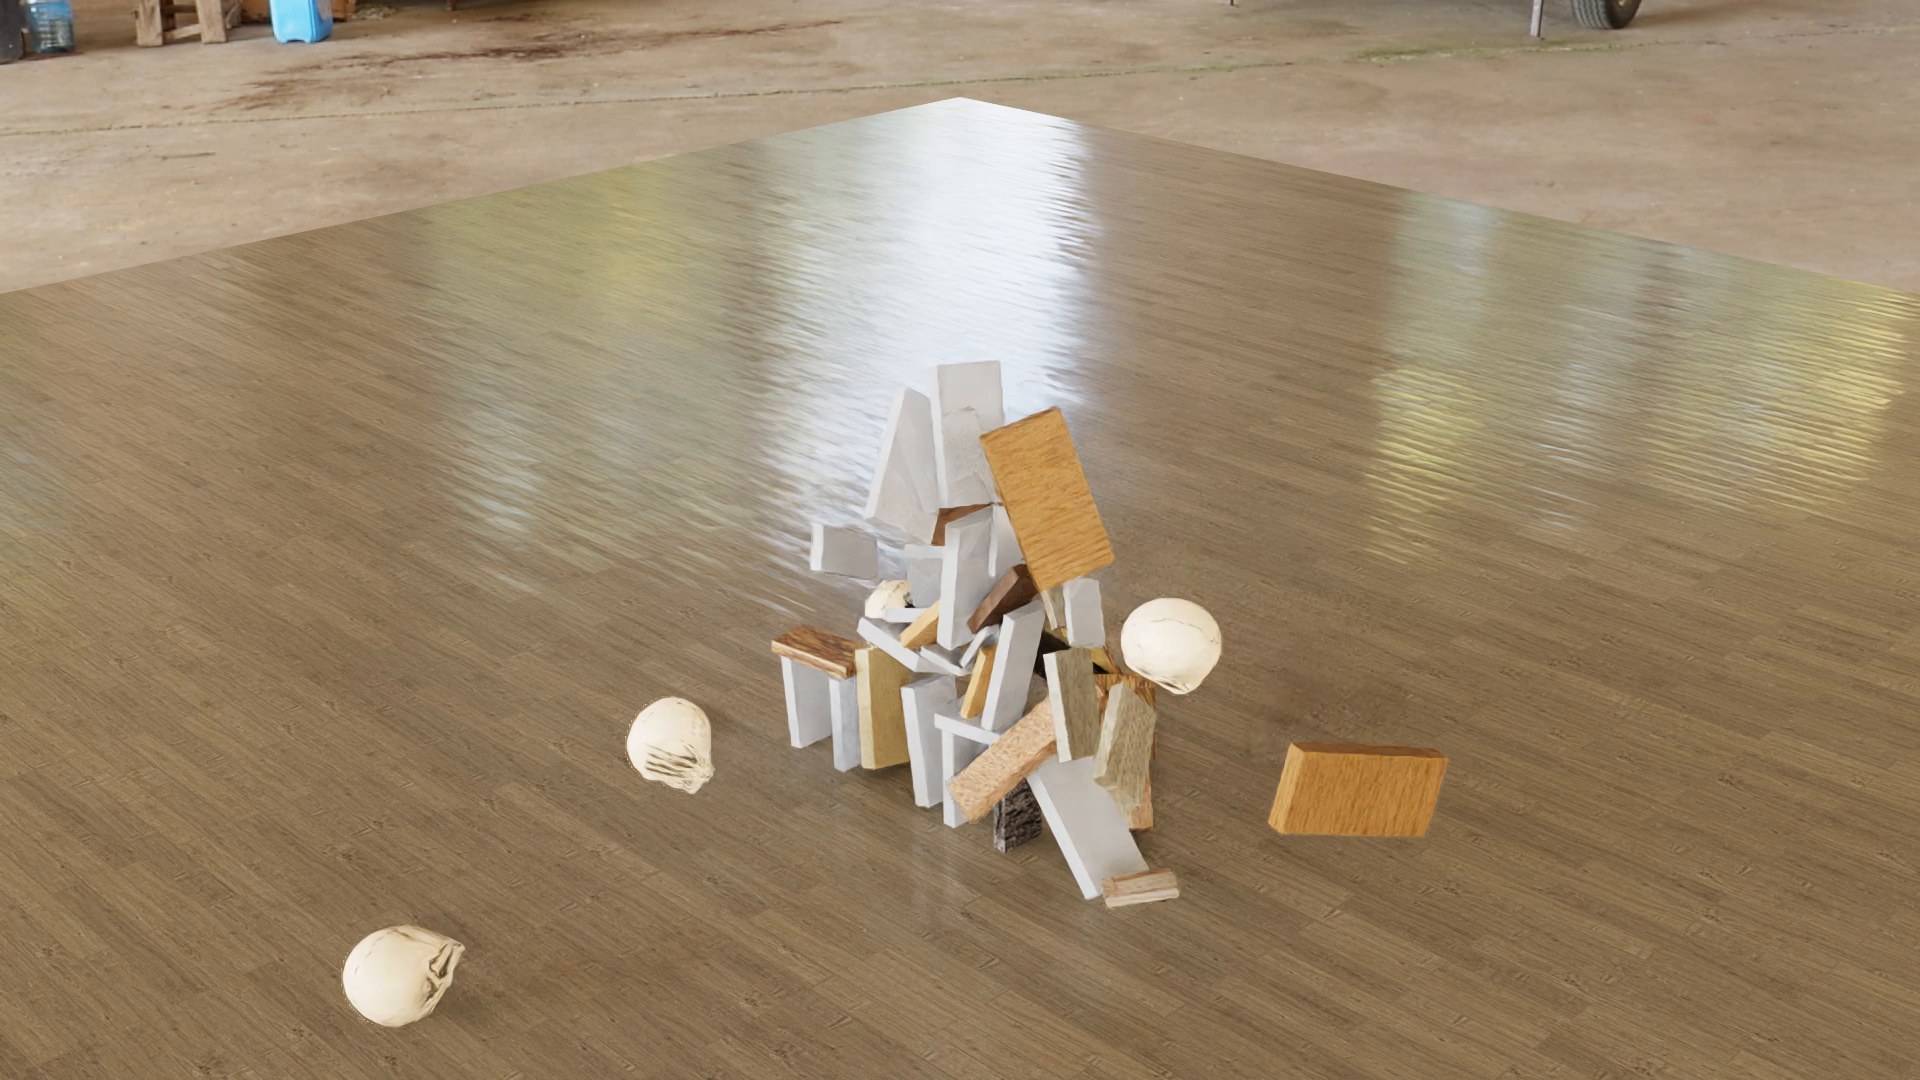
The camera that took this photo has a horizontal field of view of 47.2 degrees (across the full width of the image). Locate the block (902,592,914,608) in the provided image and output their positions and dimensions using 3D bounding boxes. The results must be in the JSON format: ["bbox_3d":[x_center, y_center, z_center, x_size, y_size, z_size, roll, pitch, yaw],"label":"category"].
[{"bbox_3d":[-0.012,0.112,4.642,0.202,0.029,0.101,0,-19,-45],"label":"block"}]

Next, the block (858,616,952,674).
[{"bbox_3d":[-0.098,0.218,4.561,0.124,0.035,0.248,5,14,-33],"label":"block"}]

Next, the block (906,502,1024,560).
[{"bbox_3d":[0.076,-0.028,4.503,0.383,0.152,0.043,-13,-19,17],"label":"block"}]

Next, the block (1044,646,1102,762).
[{"bbox_3d":[0.212,0.302,4.069,0.028,0.200,0.100,-10,-2,44],"label":"block"}]

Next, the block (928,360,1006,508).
[{"bbox_3d":[0.018,-0.200,4.130,0.133,0.266,0.038,-7,6,-26],"label":"block"}]

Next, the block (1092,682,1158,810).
[{"bbox_3d":[0.289,0.358,3.839,0.028,0.100,0.200,-23,37,37],"label":"block"}]

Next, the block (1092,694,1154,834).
[{"bbox_3d":[0.307,0.452,4.395,0.137,0.039,0.275,-6,66,6],"label":"block"}]

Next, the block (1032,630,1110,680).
[{"bbox_3d":[0.207,0.257,4.495,0.190,0.095,0.027,34,47,-20],"label":"block"}]

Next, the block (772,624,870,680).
[{"bbox_3d":[-0.286,0.235,4.638,0.206,0.029,0.103,17,28,34],"label":"block"}]

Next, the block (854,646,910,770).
[{"bbox_3d":[-0.158,0.346,4.599,0.035,0.247,0.124,-1,3,40],"label":"block"}]

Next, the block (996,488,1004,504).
[{"bbox_3d":[0.121,-0.054,4.059,0.019,0.134,0.067,-21,17,40],"label":"block"}]

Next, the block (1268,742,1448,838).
[{"bbox_3d":[0.689,0.432,3.793,0.303,0.152,0.043,5,18,-26],"label":"block"}]

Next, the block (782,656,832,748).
[{"bbox_3d":[-0.323,0.332,4.712,0.103,0.206,0.029,-21,24,-41],"label":"block"}]

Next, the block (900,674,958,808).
[{"bbox_3d":[-0.050,0.405,4.474,0.035,0.247,0.124,2,13,42],"label":"block"}]

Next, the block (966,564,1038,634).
[{"bbox_3d":[0.097,0.108,4.187,0.095,0.190,0.027,-11,61,-39],"label":"block"}]

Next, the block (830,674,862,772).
[{"bbox_3d":[-0.221,0.372,4.618,0.029,0.206,0.103,18,29,42],"label":"block"}]

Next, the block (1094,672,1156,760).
[{"bbox_3d":[0.335,0.369,4.549,0.137,0.275,0.039,-3,53,3],"label":"block"}]

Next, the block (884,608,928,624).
[{"bbox_3d":[-0.061,0.160,4.565,0.105,0.030,0.211,6,-3,-30],"label":"block"}]

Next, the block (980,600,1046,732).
[{"bbox_3d":[0.103,0.244,4.235,0.027,0.264,0.095,33,38,32],"label":"block"}]

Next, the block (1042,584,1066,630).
[{"bbox_3d":[0.184,0.097,4.083,0.067,0.134,0.019,-7,-16,-36],"label":"block"}]

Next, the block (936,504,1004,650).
[{"bbox_3d":[0.025,0.071,4.231,0.133,0.265,0.038,-23,40,-39],"label":"block"}]

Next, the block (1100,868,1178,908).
[{"bbox_3d":[0.327,0.635,4.016,0.132,0.019,0.066,-8,26,-3],"label":"block"}]

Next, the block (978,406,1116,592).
[{"bbox_3d":[0.159,-0.074,4.005,0.152,0.303,0.043,-22,14,-5],"label":"block"}]

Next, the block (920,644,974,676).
[{"bbox_3d":[-0.015,0.238,4.395,0.065,0.018,0.130,-8,22,-37],"label":"block"}]

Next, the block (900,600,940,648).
[{"bbox_3d":[-0.024,0.163,4.409,0.105,0.211,0.030,6,61,-29],"label":"block"}]

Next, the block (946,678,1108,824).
[{"bbox_3d":[0.130,0.388,4.187,0.352,0.028,0.100,-42,38,6],"label":"block"}]

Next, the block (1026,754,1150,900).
[{"bbox_3d":[0.241,0.536,4.204,0.137,0.275,0.039,-19,-12,-38],"label":"block"}]

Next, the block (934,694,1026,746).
[{"bbox_3d":[0.065,0.363,4.328,0.210,0.030,0.105,16,28,32],"label":"block"}]

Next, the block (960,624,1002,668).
[{"bbox_3d":[0.052,0.205,4.275,0.065,0.130,0.018,-12,63,-29],"label":"block"}]

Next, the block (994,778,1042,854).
[{"bbox_3d":[0.114,0.499,4.316,0.105,0.210,0.030,-21,30,-40],"label":"block"}]

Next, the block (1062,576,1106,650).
[{"bbox_3d":[0.228,0.133,4.059,0.067,0.019,0.134,9,60,-25],"label":"block"}]

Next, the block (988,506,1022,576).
[{"bbox_3d":[0.090,0.001,4.183,0.066,0.132,0.019,1,6,-40],"label":"block"}]

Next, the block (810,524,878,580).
[{"bbox_3d":[-0.255,0.029,4.881,0.029,0.101,0.202,-2,-9,34],"label":"block"}]

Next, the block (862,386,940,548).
[{"bbox_3d":[-0.088,-0.138,4.139,0.133,0.273,0.038,26,-25,-28],"label":"block"}]

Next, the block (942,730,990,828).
[{"bbox_3d":[0.014,0.461,4.405,0.030,0.210,0.105,20,30,41],"label":"block"}]

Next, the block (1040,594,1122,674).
[{"bbox_3d":[0.260,0.213,4.461,0.066,0.349,0.019,-6,47,26],"label":"block"}]

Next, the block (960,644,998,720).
[{"bbox_3d":[0.049,0.273,4.286,0.065,0.174,0.018,-21,52,-38],"label":"block"}]

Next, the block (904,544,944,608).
[{"bbox_3d":[-0.050,0.077,4.450,0.105,0.211,0.030,3,59,8],"label":"block"}]
